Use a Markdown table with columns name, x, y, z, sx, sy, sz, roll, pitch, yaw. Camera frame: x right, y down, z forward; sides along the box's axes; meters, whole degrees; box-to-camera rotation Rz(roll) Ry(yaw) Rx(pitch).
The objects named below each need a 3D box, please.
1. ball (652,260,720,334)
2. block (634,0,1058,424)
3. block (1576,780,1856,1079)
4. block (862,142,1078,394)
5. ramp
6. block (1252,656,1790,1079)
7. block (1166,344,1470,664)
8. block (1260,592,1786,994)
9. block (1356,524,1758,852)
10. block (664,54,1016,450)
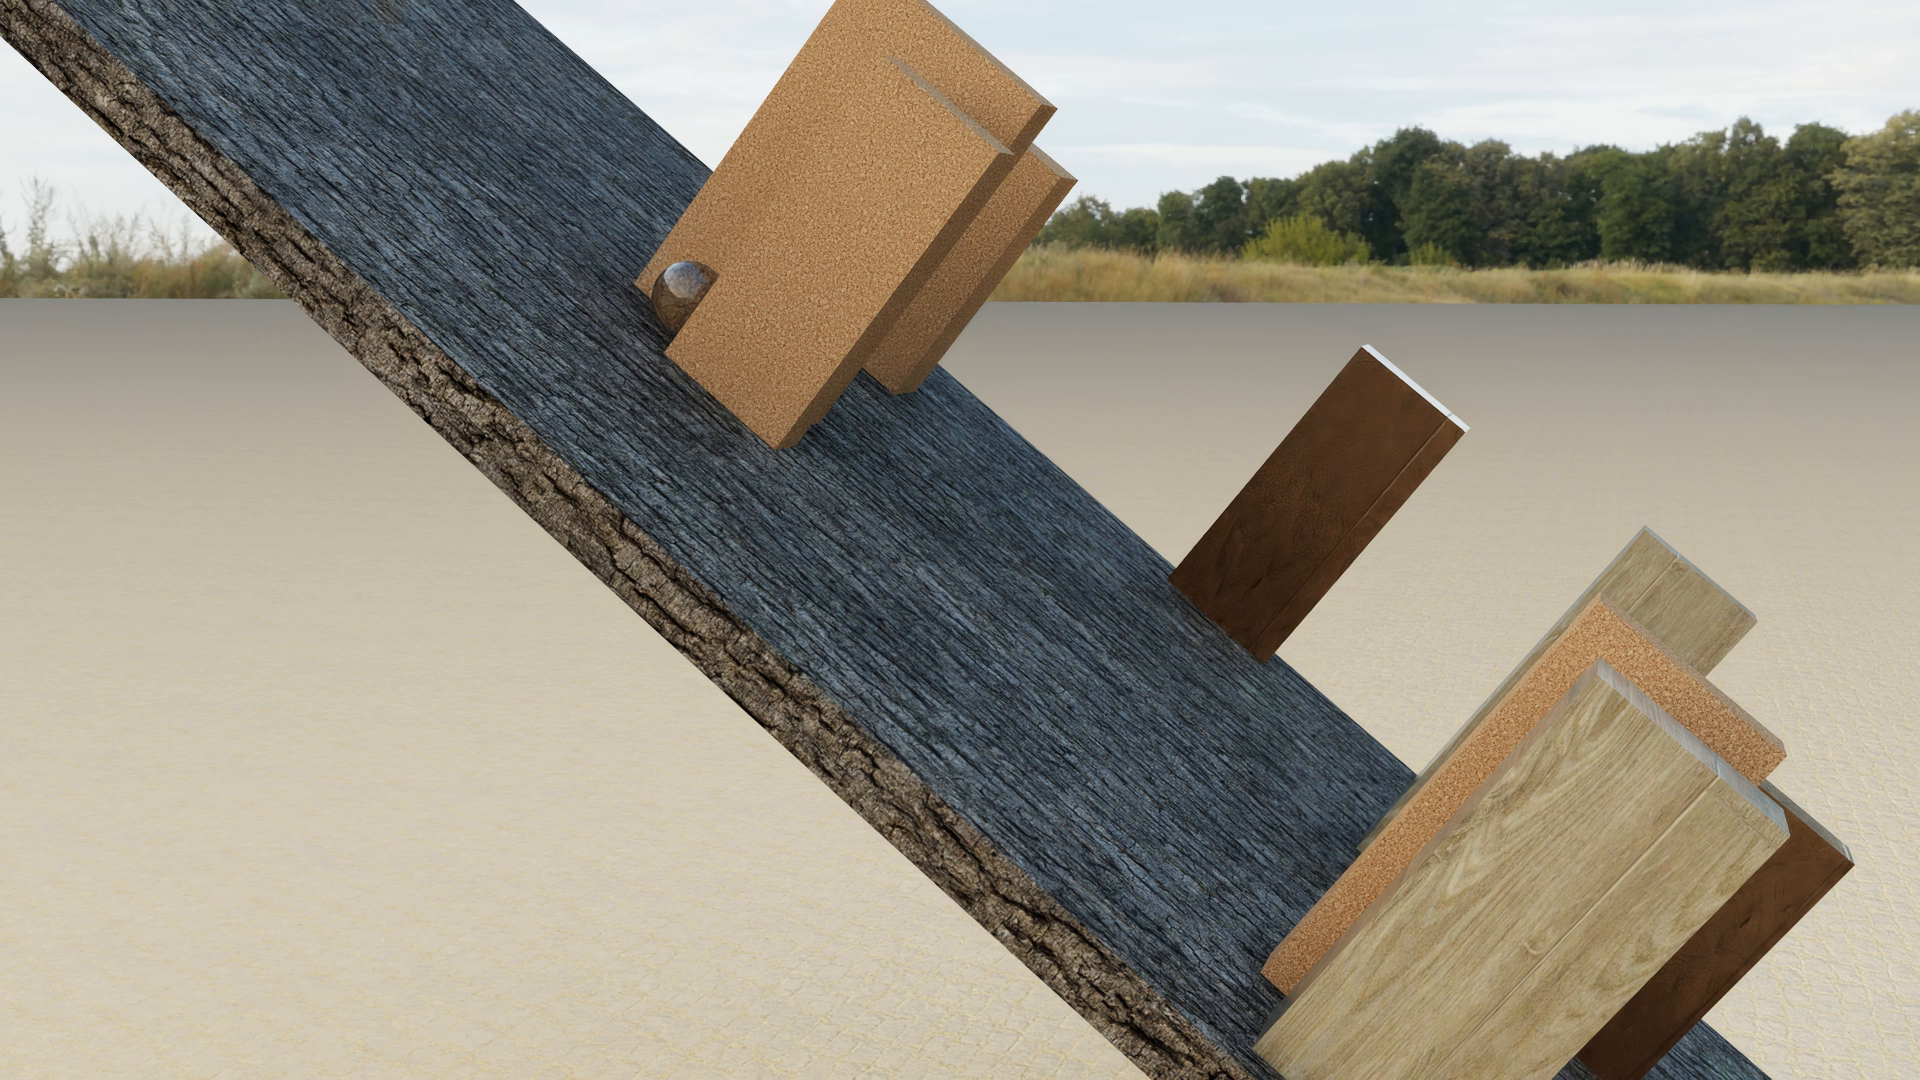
| name | x | y | z | sx | sy | sz | roll | pitch | yaw |
| --- | --- | --- | --- | --- | --- | --- | --- | --- | --- |
| ball | -0.484 | -0.432 | 3.939 | 0.137 | 0.137 | 0.137 | 0 | 7 | 0 |
| block | -0.213 | -0.617 | 3.965 | 0.411 | 0.725 | 0.114 | 41 | 16 | 9 |
| block | 1.269 | 0.678 | 3.914 | 0.275 | 0.583 | 0.121 | 41 | 16 | 9 |
| block | -0.104 | -0.663 | 4.610 | 0.426 | 0.570 | 0.145 | 41 | 16 | 9 |
| ramp | -0.012 | 0.062 | 4.046 | 4.000 | 0.100 | 2.000 | 41 | 16 | 9 |
| block | 0.749 | 0.529 | 2.976 | 0.310 | 0.700 | 0.149 | 41 | 16 | 9 |
| block | 0.771 | -0.076 | 4.751 | 0.281 | 0.657 | 0.129 | 41 | 16 | 9 |
| block | 0.807 | 0.465 | 3.196 | 0.326 | 0.744 | 0.099 | 41 | 16 | 9 |
| block | 1.079 | 0.354 | 4.012 | 0.248 | 0.787 | 0.090 | 41 | 16 | 9 |
| block | -0.211 | -0.487 | 3.768 | 0.263 | 0.641 | 0.099 | 41 | 16 | 9 |
